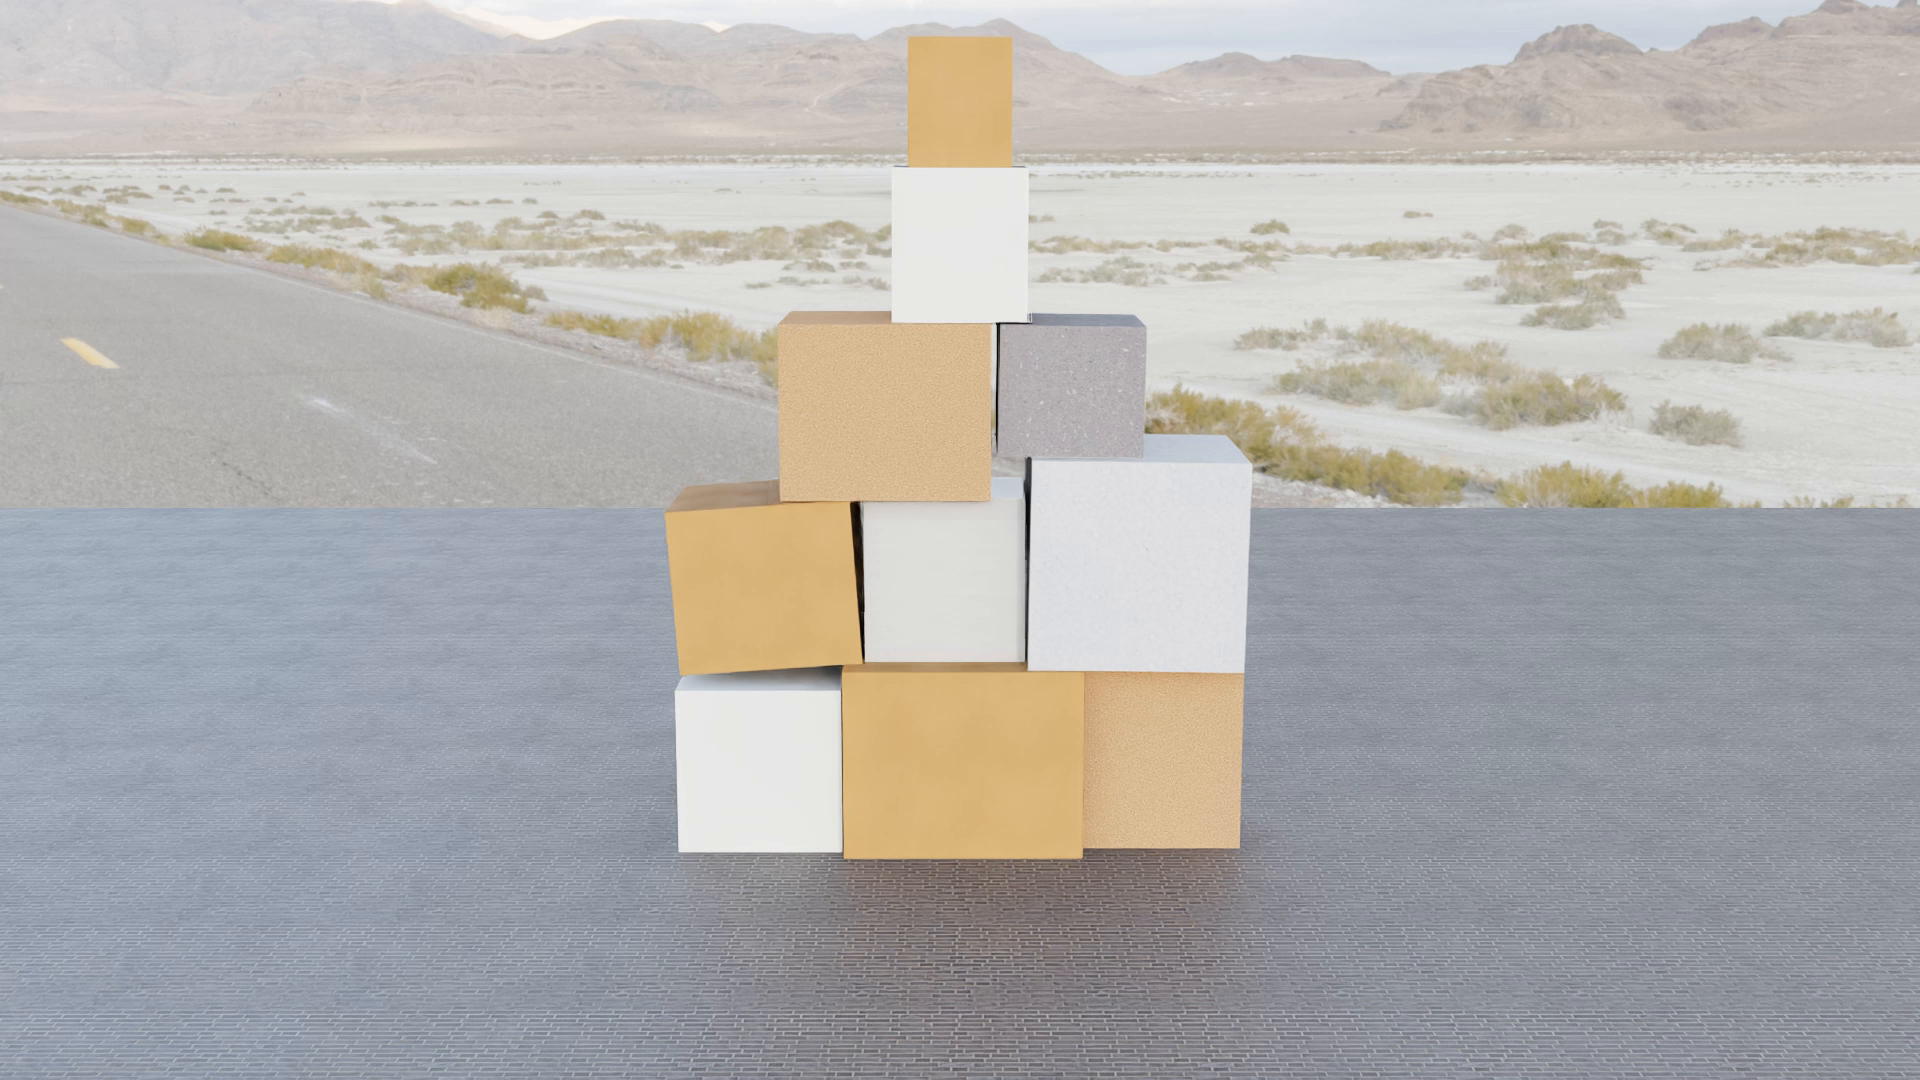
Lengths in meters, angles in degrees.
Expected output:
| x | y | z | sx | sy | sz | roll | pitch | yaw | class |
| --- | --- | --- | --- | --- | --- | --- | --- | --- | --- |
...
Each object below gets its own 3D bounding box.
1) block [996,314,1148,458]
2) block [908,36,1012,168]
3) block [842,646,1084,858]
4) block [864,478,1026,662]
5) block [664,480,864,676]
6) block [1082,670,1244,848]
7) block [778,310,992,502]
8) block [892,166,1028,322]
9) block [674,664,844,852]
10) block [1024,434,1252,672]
| x | y | z | sx | sy | sz | roll | pitch | yaw | class |
| --- | --- | --- | --- | --- | --- | --- | --- | --- | --- |
| 0.543 | -0.786 | 11.033 | 0.709 | 0.639 | 0.773 | 1 | 10 | 0 | block |
| 0.001 | -2.147 | 10.806 | 0.500 | 0.615 | 0.564 | 0 | 10 | 0 | block |
| 0.016 | 1.012 | 11.350 | 1.183 | 0.947 | 1.106 | 0 | 10 | 0 | block |
| -0.076 | 0.139 | 11.206 | 0.794 | 0.823 | 0.688 | 0 | 10 | 0 | block |
| -0.963 | 0.163 | 11.228 | 0.907 | 0.820 | 0.842 | -4 | 10 | 1 | block |
| 1.012 | 1.016 | 11.360 | 0.788 | 0.936 | 0.809 | 0 | 10 | 0 | block |
| -0.363 | -0.689 | 11.052 | 1.027 | 0.859 | 0.853 | 0 | 10 | 0 | block |
| -0.001 | -1.476 | 10.909 | 0.656 | 0.741 | 0.648 | 0 | 10 | 0 | block |
| -0.996 | 1.071 | 11.358 | 0.820 | 0.830 | 0.907 | 0 | 10 | 0 | block |
| 0.869 | 0.041 | 11.179 | 1.058 | 1.032 | 1.050 | 1 | 10 | 0 | block |
